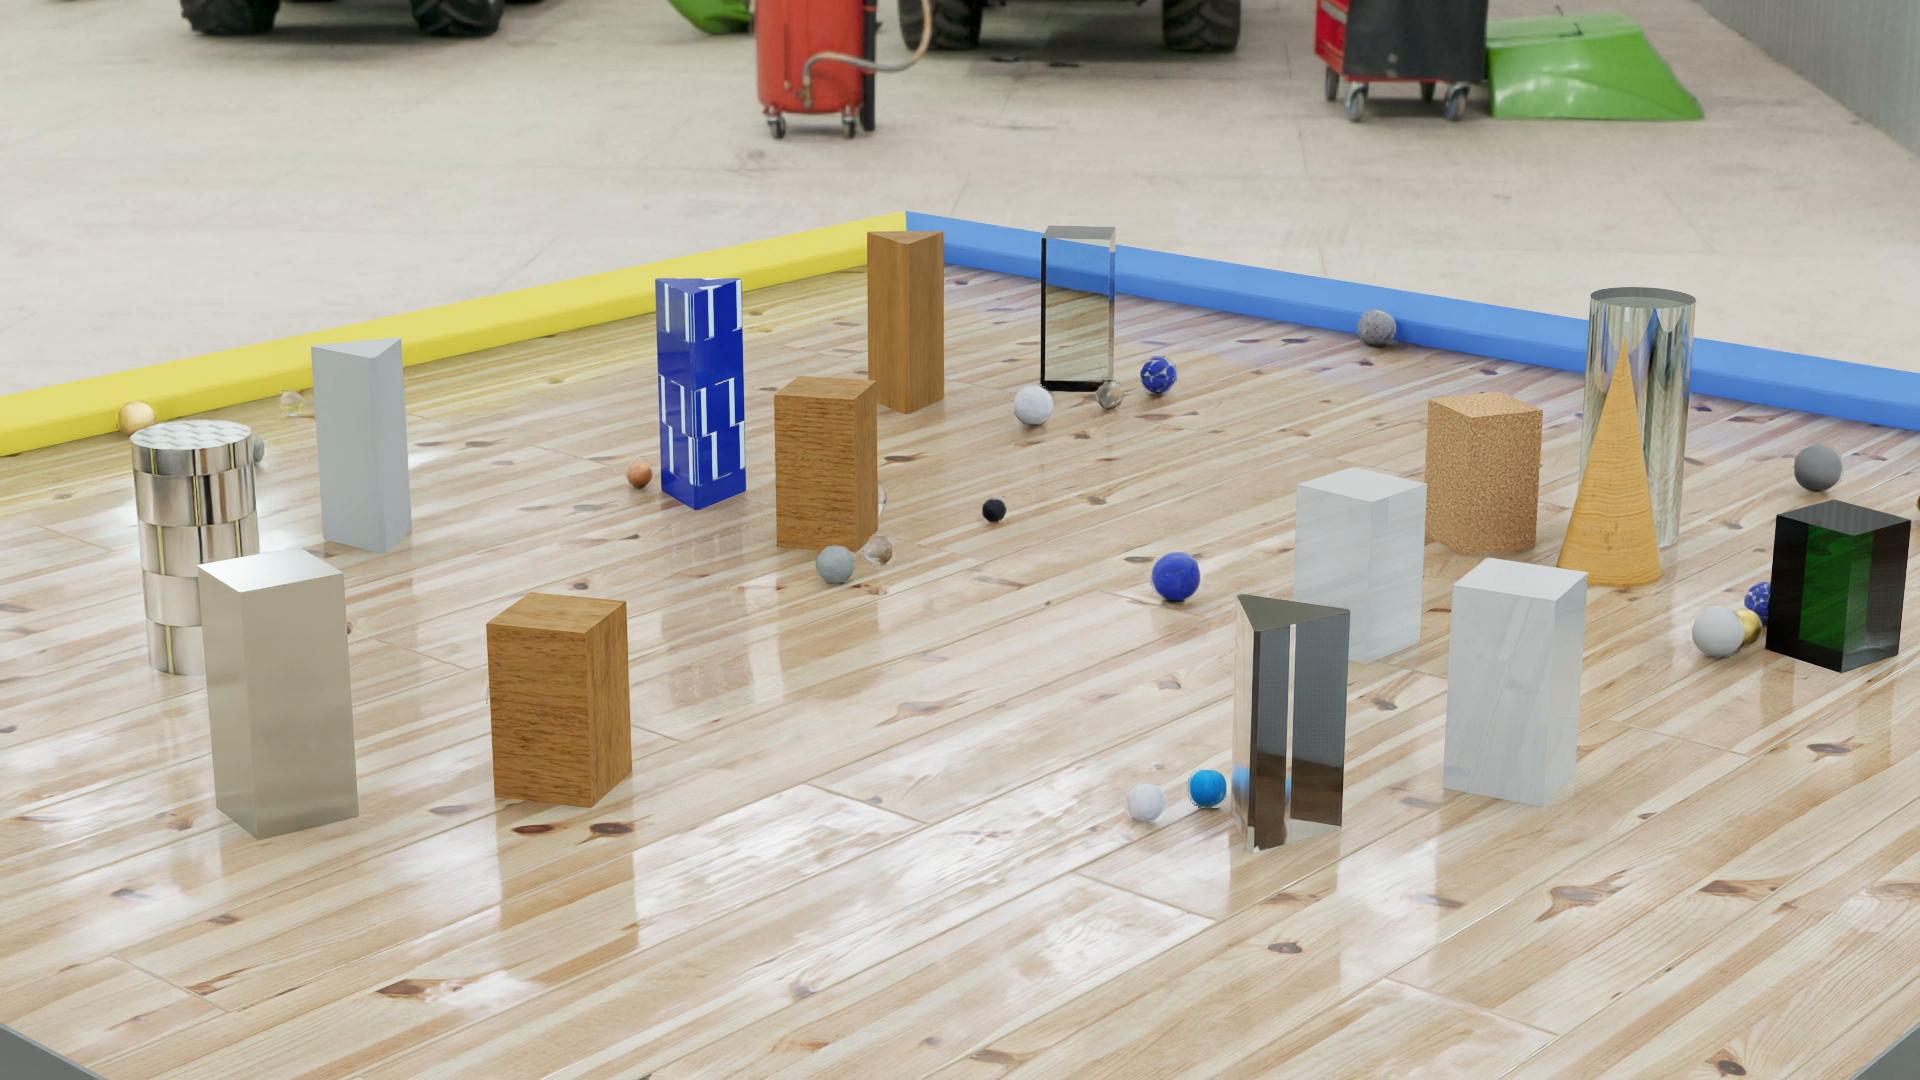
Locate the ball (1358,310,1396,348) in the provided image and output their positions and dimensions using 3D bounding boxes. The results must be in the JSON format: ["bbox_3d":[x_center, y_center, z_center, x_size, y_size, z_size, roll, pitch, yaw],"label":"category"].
[{"bbox_3d":[0.988,-0.500,6.939,0.088,0.088,0.088,0,17,0],"label":"ball"}]

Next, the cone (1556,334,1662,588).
[{"bbox_3d":[1.162,-0.152,5.187,0.188,0.435,0.188,0,17,0],"label":"cone"}]

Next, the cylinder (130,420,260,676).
[{"bbox_3d":[-1.232,0.011,4.750,0.188,0.377,0.188,0,17,0],"label":"cylinder"}]

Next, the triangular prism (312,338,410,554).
[{"bbox_3d":[-1.075,-0.181,5.405,0.163,0.366,0.141,12,21,35],"label":"triangular prism"}]

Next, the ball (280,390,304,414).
[{"bbox_3d":[-1.444,-0.297,6.333,0.050,0.050,0.050,0,17,0],"label":"ball"}]

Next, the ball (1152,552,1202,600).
[{"bbox_3d":[0.375,0.062,5.083,0.086,0.086,0.086,0,17,0],"label":"ball"}]

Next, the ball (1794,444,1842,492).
[{"bbox_3d":[1.680,-0.141,5.743,0.092,0.092,0.092,0,17,0],"label":"ball"}]

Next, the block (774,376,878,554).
[{"bbox_3d":[-0.245,-0.141,5.404,0.151,0.288,0.151,4,17,14],"label":"block"}]

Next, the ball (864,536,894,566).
[{"bbox_3d":[-0.147,0.020,5.279,0.053,0.053,0.053,0,17,0],"label":"ball"}]

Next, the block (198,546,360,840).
[{"bbox_3d":[-0.954,0.213,4.108,0.151,0.361,0.151,-12,20,-34],"label":"block"}]

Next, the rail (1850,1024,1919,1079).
[{"bbox_3d":[1.551,0.420,3.832,0.045,0.122,4.331,14,22,39],"label":"rail"}]

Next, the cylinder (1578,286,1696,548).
[{"bbox_3d":[1.244,-0.226,5.406,0.188,0.451,0.188,0,17,0],"label":"cylinder"}]

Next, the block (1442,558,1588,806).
[{"bbox_3d":[0.801,0.203,4.233,0.151,0.309,0.151,9,19,27],"label":"block"}]

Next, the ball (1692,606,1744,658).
[{"bbox_3d":[1.240,0.150,4.797,0.083,0.083,0.083,0,17,0],"label":"ball"}]

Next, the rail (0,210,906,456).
[{"bbox_3d":[-1.551,-0.359,6.409,0.045,0.122,4.331,14,22,39],"label":"rail"}]

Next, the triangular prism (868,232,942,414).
[{"bbox_3d":[-0.097,-0.481,6.383,0.141,0.373,0.163,-10,20,-30],"label":"triangular prism"}]

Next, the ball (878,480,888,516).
[{"bbox_3d":[-0.185,-0.080,5.538,0.094,0.094,0.094,0,17,0],"label":"ball"}]

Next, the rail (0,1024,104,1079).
[{"bbox_3d":[-1.404,0.499,3.573,4.154,0.122,0.045,14,22,39],"label":"rail"}]

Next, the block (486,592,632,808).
[{"bbox_3d":[-0.576,0.229,4.226,0.151,0.263,0.151,5,17,16],"label":"block"}]

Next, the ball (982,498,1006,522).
[{"bbox_3d":[0.064,-0.057,5.545,0.046,0.046,0.046,0,17,0],"label":"ball"}]

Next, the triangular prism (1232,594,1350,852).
[{"bbox_3d":[0.427,0.245,4.073,0.163,0.320,0.141,-11,20,-32],"label":"triangular prism"}]

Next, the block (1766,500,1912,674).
[{"bbox_3d":[1.435,0.074,4.794,0.151,0.231,0.151,-12,21,-35],"label":"block"}]

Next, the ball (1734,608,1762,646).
[{"bbox_3d":[1.295,0.144,4.851,0.063,0.063,0.063,0,17,0],"label":"ball"}]

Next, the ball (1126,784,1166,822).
[{"bbox_3d":[0.261,0.369,4.122,0.054,0.054,0.054,0,17,0],"label":"ball"}]

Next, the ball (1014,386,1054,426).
[{"bbox_3d":[0.156,-0.286,6.234,0.086,0.086,0.086,0,17,0],"label":"ball"}]

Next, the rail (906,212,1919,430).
[{"bbox_3d":[1.404,-0.437,6.669,4.154,0.122,0.045,14,22,39],"label":"rail"}]

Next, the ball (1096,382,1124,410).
[{"bbox_3d":[0.325,-0.314,6.373,0.059,0.059,0.059,0,17,0],"label":"ball"}]

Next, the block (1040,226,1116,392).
[{"bbox_3d":[0.264,-0.517,6.550,0.151,0.345,0.151,2,17,7],"label":"block"}]

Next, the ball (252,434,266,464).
[{"bbox_3d":[-1.439,-0.184,5.933,0.065,0.065,0.065,0,17,0],"label":"ball"}]

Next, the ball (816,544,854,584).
[{"bbox_3d":[-0.220,0.042,5.180,0.068,0.068,0.068,0,17,0],"label":"ball"}]

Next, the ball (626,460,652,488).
[{"bbox_3d":[-0.632,-0.131,5.777,0.053,0.053,0.053,0,17,0],"label":"ball"}]

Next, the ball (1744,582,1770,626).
[{"bbox_3d":[1.362,0.107,4.954,0.074,0.074,0.074,0,17,0],"label":"ball"}]

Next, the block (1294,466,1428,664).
[{"bbox_3d":[0.657,0.040,4.831,0.151,0.274,0.151,16,23,42],"label":"block"}]

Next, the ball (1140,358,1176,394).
[{"bbox_3d":[0.440,-0.365,6.506,0.080,0.080,0.080,0,17,0],"label":"ball"}]

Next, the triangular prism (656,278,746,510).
[{"bbox_3d":[-0.524,-0.290,5.668,0.141,0.423,0.163,10,19,29],"label":"triangular prism"}]

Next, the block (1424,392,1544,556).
[{"bbox_3d":[0.961,-0.124,5.401,0.151,0.259,0.151,-7,18,-21],"label":"block"}]

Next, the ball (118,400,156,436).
[{"bbox_3d":[-1.725,-0.254,6.143,0.077,0.077,0.077,0,17,0],"label":"ball"}]

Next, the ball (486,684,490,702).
[{"bbox_3d":[-0.712,0.236,4.566,0.052,0.052,0.052,0,17,0],"label":"ball"}]

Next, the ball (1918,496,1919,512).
[{"bbox_3d":[1.846,-0.068,5.550,0.065,0.065,0.065,0,17,0],"label":"ball"}]

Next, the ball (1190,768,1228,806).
[{"bbox_3d":[0.354,0.353,4.176,0.054,0.054,0.054,0,17,0],"label":"ball"}]
